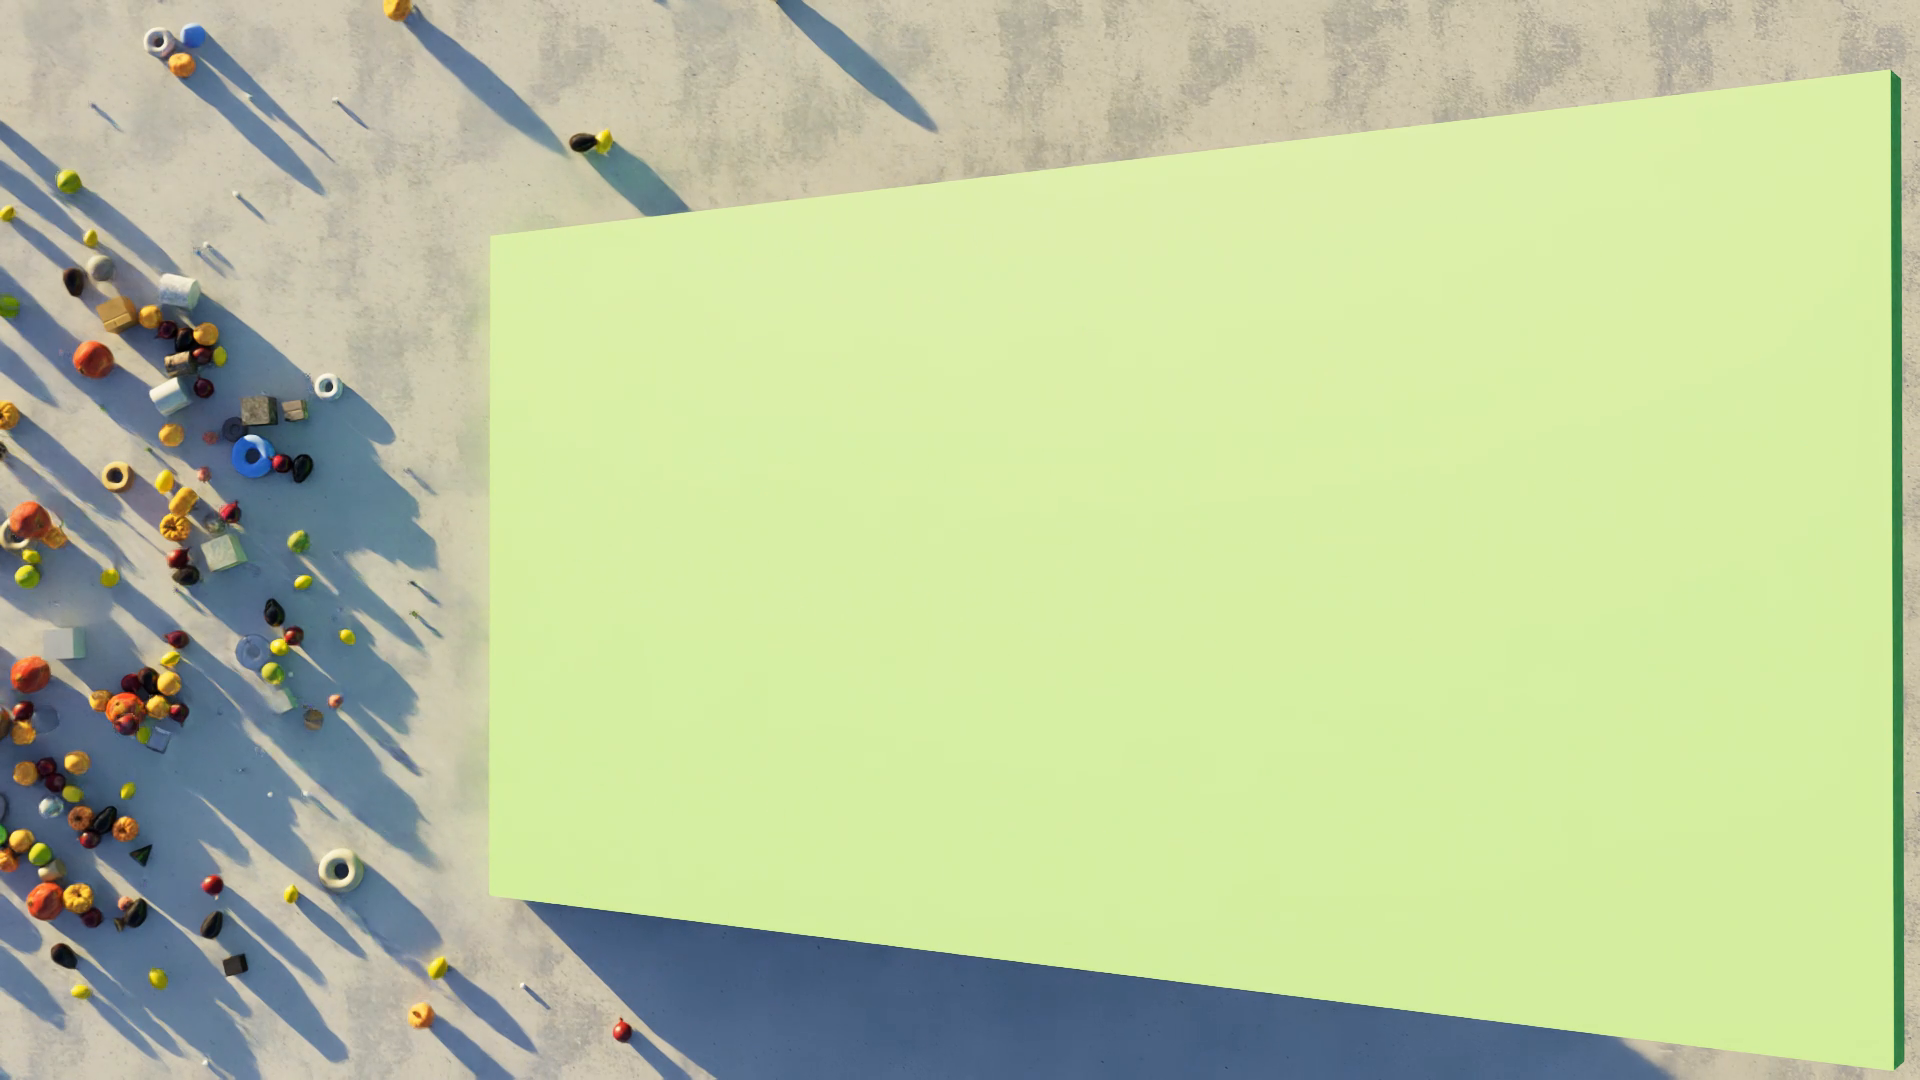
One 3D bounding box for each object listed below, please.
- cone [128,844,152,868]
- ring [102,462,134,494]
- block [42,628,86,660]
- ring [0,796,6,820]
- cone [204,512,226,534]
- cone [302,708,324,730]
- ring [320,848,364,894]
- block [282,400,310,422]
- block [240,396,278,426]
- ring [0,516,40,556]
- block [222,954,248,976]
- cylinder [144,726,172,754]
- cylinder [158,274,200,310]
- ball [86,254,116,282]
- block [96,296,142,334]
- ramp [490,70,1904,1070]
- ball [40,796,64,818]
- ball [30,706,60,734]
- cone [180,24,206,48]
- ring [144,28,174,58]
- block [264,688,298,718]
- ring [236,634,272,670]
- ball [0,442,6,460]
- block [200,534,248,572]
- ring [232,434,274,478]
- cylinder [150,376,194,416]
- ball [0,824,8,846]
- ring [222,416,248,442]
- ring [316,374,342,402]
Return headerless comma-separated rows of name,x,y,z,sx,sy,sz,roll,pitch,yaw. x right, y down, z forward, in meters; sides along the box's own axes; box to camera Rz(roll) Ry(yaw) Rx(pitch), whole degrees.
cone,-2.496,0.955,6.731,0.066,0.066,0.066,39,63,0
ring,-2.580,-0.192,6.739,0.098,0.033,0.098,0,91,0
block,-2.731,0.315,6.705,0.092,0.092,0.092,-2,90,0
ring,-2.976,0.819,6.729,0.112,0.037,0.112,0,89,-1
cone,-2.289,-0.053,6.719,0.071,0.071,0.071,0,89,0
cone,-1.985,0.551,6.716,0.067,0.067,0.067,0,90,0
ring,-1.891,1.012,6.723,0.136,0.045,0.136,0,89,-1
block,-2.033,-0.395,6.728,0.057,0.057,0.057,-11,90,0
block,-2.139,-0.392,6.715,0.082,0.082,0.082,-4,90,0
ring,-2.878,-0.014,6.733,0.123,0.041,0.123,0,88,-1
block,-2.214,1.299,6.717,0.052,0.052,0.052,-14,90,0
cylinder,-2.448,0.612,6.719,0.060,0.060,0.060,32,73,0
cylinder,-2.385,-0.757,6.713,0.094,0.094,0.094,12,90,0
ball,-2.624,-0.831,6.719,0.081,0.081,0.081,0,90,0
block,-2.570,-0.687,6.718,0.082,0.082,0.082,-24,90,0
ramp,0.246,0.068,5.573,4.000,0.100,2.000,0,89,35
ball,-2.772,0.815,6.713,0.067,0.067,0.067,0,90,0
ball,-2.790,0.551,6.707,0.083,0.083,0.083,0,90,0
cone,-2.360,-1.552,6.727,0.077,0.077,0.077,0,90,0
ring,-2.458,-1.527,6.750,0.094,0.031,0.094,0,88,-1
block,-2.073,0.496,6.717,0.065,0.065,0.065,-28,90,0
ring,-2.163,0.343,6.733,0.111,0.037,0.111,0,91,1
ball,-2.951,-0.273,6.721,0.070,0.070,0.070,0,90,0
block,-2.245,0.039,6.709,0.088,0.088,0.088,-21,90,0
ring,-2.165,-0.257,6.733,0.134,0.045,0.134,0,89,1
cylinder,-2.406,-0.438,6.712,0.090,0.090,0.090,-28,90,0
ball,-2.947,0.902,6.708,0.077,0.077,0.077,0,90,0
ring,-2.223,-0.338,6.743,0.078,0.026,0.078,0,89,-1
ring,-1.935,-0.468,6.743,0.086,0.029,0.086,0,90,1
